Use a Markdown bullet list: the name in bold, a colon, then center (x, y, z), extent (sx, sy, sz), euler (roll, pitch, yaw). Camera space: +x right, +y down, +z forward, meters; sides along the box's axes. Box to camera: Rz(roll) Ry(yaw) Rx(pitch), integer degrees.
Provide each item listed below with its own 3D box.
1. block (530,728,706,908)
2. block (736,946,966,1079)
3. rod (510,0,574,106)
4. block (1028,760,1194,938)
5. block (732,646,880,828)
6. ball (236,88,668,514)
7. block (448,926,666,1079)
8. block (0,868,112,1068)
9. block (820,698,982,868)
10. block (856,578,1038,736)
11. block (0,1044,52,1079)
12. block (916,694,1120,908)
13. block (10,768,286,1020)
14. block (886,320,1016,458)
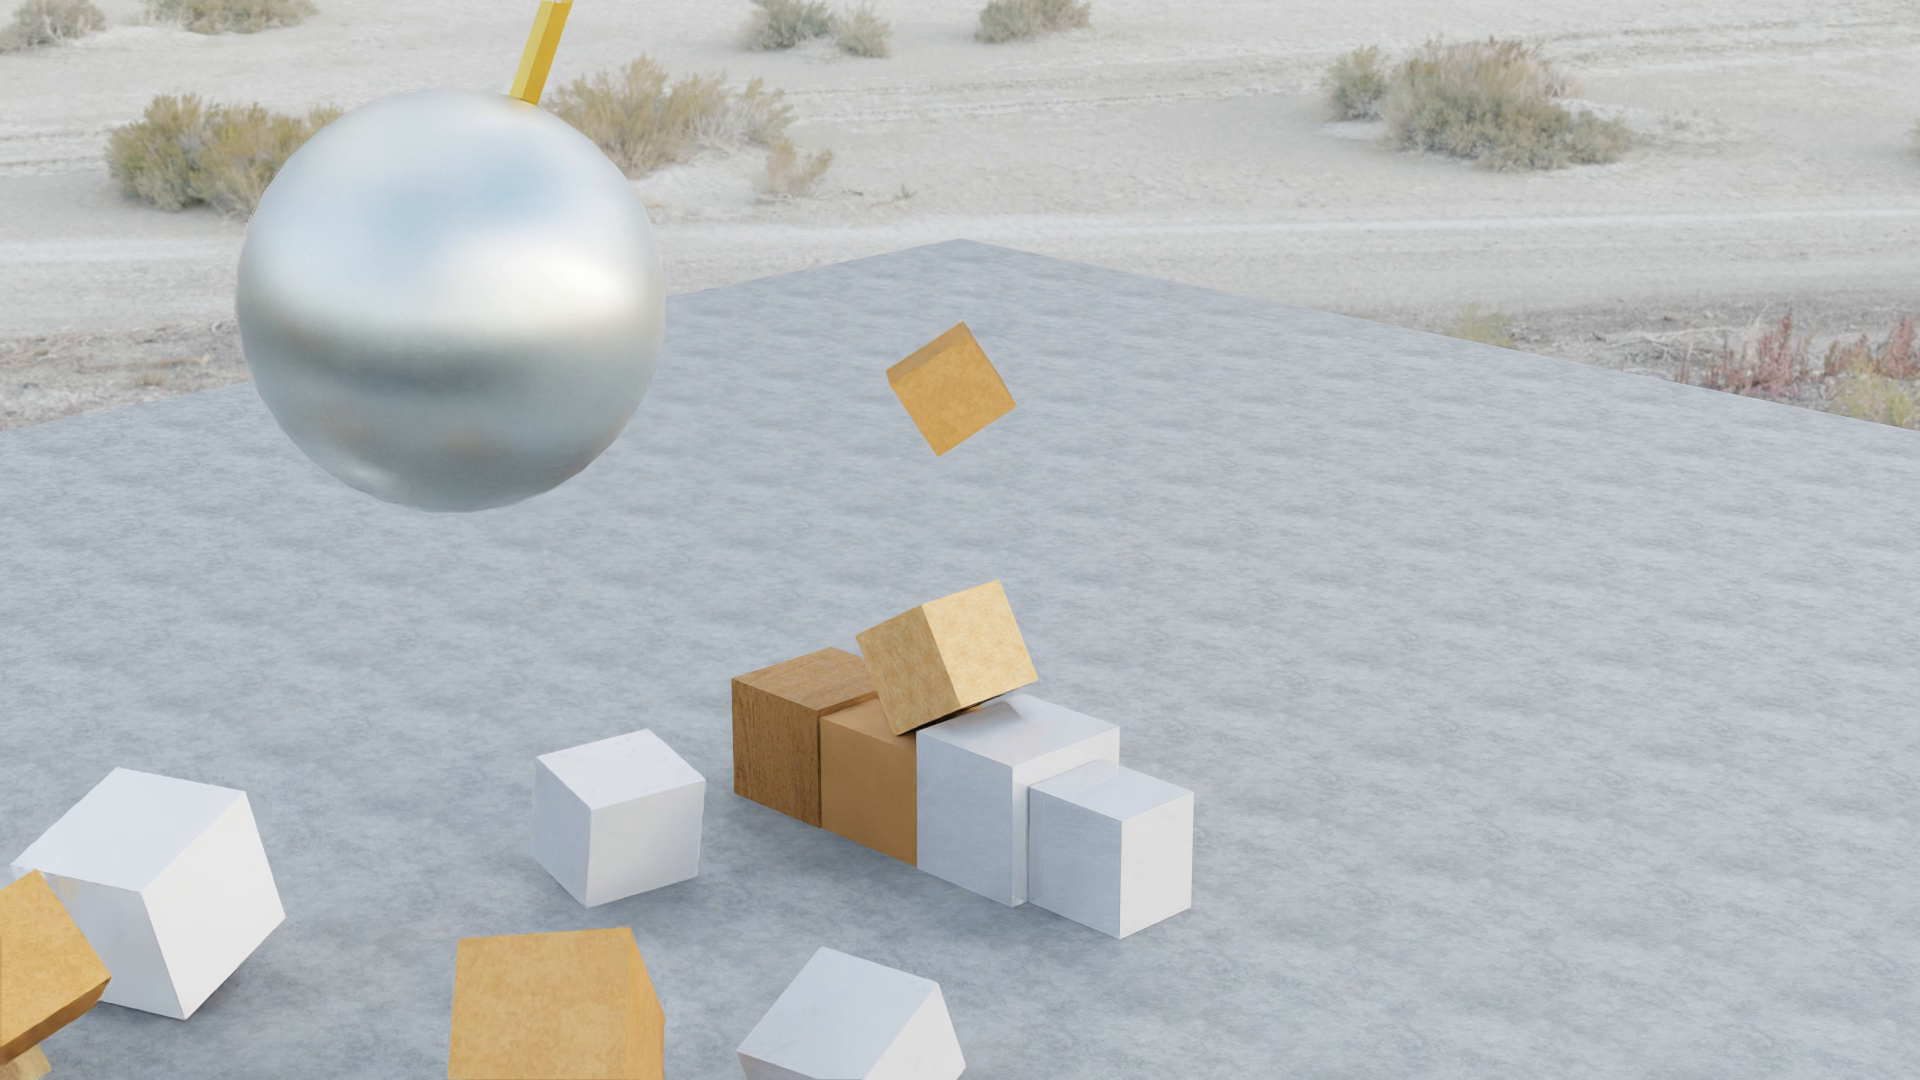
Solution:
- **block**: center (-1.558, 1.260, 13.327), extent (0.588, 0.520, 0.503), euler (-13, 32, -35)
- **block**: center (-0.404, 1.954, 11.040), extent (0.550, 0.465, 0.570), euler (12, 44, 33)
- **rod**: center (-0.827, -4.120, 11.180), extent (0.080, 5.200, 0.080), euler (17, -3, 42)
- **block**: center (0.671, 1.369, 13.061), extent (0.475, 0.557, 0.551), euler (-17, 24, -42)
- **block**: center (-0.659, 0.953, 14.316), extent (0.656, 0.598, 0.615), euler (-17, 24, -42)
- **ball**: center (-1.908, -0.898, 11.059), extent (1.600, 1.600, 1.600), euler (0, 17, 0)
- **block**: center (-1.444, 1.890, 10.583), extent (0.623, 0.737, 0.679), euler (-4, 55, 3)
- **block**: center (-3.464, 1.587, 10.625), extent (0.517, 0.477, 0.501), euler (-34, -5, -31)
- **block**: center (-0.201, 1.105, 13.889), extent (0.641, 0.563, 0.654), euler (-17, 24, -42)
- **block**: center (-0.061, 0.545, 13.588), extent (0.513, 0.502, 0.501), euler (-17, -6, -43)
- **block**: center (-3.960, 1.848, 11.236), extent (0.595, 0.576, 0.612), euler (-30, 30, -23)
- **block**: center (0.266, 1.183, 13.453), extent (0.701, 0.677, 0.609), euler (-17, 24, -42)
- **block**: center (-3.384, 1.470, 12.261), extent (0.687, 0.669, 0.693), euler (7, 34, 25)
- **block**: center (-0.046, -0.739, 14.314), extent (0.453, 0.424, 0.414), euler (-33, 13, 4)
